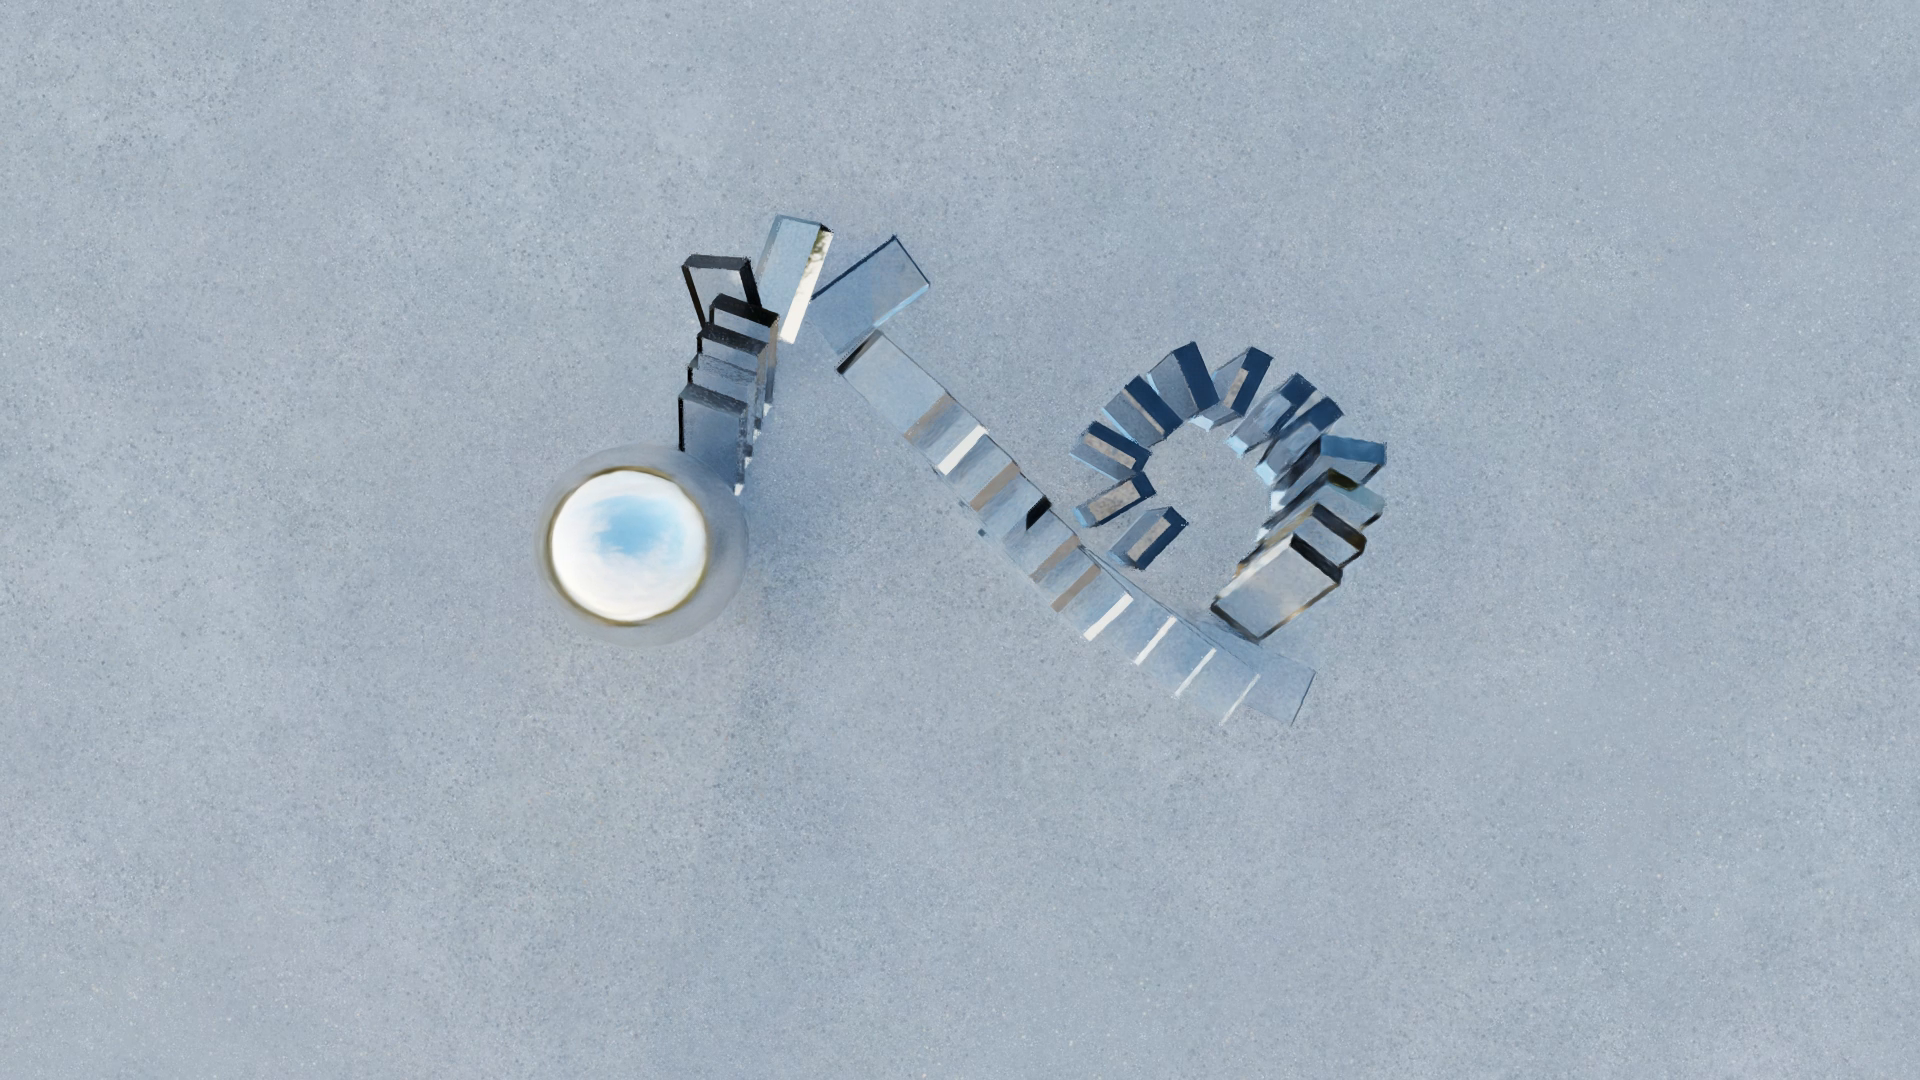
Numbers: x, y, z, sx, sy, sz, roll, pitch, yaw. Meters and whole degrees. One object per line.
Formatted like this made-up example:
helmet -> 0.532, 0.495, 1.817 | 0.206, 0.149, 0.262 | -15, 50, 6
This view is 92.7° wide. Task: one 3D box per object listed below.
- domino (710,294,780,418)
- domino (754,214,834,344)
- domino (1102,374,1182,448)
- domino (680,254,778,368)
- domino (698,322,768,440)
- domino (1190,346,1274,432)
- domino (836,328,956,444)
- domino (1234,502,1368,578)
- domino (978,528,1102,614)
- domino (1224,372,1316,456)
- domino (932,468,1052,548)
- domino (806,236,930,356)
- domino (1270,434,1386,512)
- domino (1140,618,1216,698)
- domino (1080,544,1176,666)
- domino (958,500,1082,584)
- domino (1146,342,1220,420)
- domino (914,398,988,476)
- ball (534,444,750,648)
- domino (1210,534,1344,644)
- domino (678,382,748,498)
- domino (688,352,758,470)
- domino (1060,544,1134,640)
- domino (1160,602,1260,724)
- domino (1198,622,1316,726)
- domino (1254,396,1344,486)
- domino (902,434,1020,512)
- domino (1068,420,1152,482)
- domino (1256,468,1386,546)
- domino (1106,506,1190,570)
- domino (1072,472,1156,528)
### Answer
domino -> -0.090, -0.075, 0.378 | 0.025, 0.050, 0.009 | 20, 50, 0
domino -> -0.075, -0.111, 0.390 | 0.025, 0.009, 0.050 | 20, 90, 27
domino -> 0.073, -0.051, 0.375 | 0.009, 0.050, 0.025 | -43, 90, 0
domino -> -0.094, -0.091, 0.376 | 0.025, 0.050, 0.010 | 8, 48, 14
domino -> -0.095, -0.063, 0.378 | 0.025, 0.050, 0.010 | 20, 50, 0
domino -> 0.110, -0.061, 0.375 | 0.009, 0.050, 0.025 | 27, 90, 0
domino -> -0.027, -0.065, 0.383 | 0.025, 0.009, 0.050 | -45, 59, 0
domino -> 0.139, 0.008, 0.378 | 0.025, 0.050, 0.009 | 36, 52, 0
domino -> 0.032, 0.005, 0.382 | 0.025, 0.010, 0.050 | -44, 55, 0
domino -> 0.126, -0.050, 0.375 | 0.009, 0.050, 0.025 | 41, 90, 4
domino -> 0.013, -0.022, 0.382 | 0.025, 0.010, 0.050 | -44, 55, 1
domino -> -0.041, -0.105, 0.395 | 0.050, 0.009, 0.025 | -36, 90, 0
domino -> 0.149, -0.025, 0.375 | 0.025, 0.050, 0.010 | 9, 67, -1
domino -> 0.079, 0.040, 0.384 | 0.050, 0.010, 0.025 | 40, 91, 28
domino -> 0.063, 0.027, 0.384 | 0.050, 0.009, 0.025 | 40, 90, 28
domino -> 0.024, -0.007, 0.380 | 0.025, 0.009, 0.050 | -44, 55, 0
domino -> 0.090, -0.063, 0.375 | 0.009, 0.050, 0.025 | -23, 90, 0
domino -> -0.014, -0.052, 0.383 | 0.025, 0.010, 0.050 | -45, 59, 0
ball -> -0.124, 0.002, 0.360 | 0.080, 0.080, 0.080 | 0, 90, 0
domino -> 0.130, 0.021, 0.379 | 0.025, 0.050, 0.009 | 38, 46, 0
domino -> -0.102, -0.040, 0.378 | 0.025, 0.050, 0.010 | 20, 50, 0
domino -> -0.098, -0.052, 0.378 | 0.025, 0.050, 0.009 | 20, 50, 0
domino -> 0.046, 0.016, 0.382 | 0.025, 0.010, 0.050 | -44, 57, 0
domino -> 0.097, 0.051, 0.384 | 0.050, 0.010, 0.025 | 38, 92, 28
domino -> 0.121, 0.056, 0.389 | 0.050, 0.010, 0.025 | 24, 90, 16
domino -> 0.137, -0.039, 0.375 | 0.025, 0.050, 0.009 | -37, 76, 0
domino -> 0.000, -0.037, 0.382 | 0.025, 0.010, 0.050 | -44, 58, 1
domino -> 0.060, -0.035, 0.375 | 0.025, 0.050, 0.010 | 29, 90, 0
domino -> 0.147, -0.008, 0.376 | 0.025, 0.050, 0.009 | 30, 59, 0
domino -> 0.076, -0.001, 0.375 | 0.009, 0.050, 0.025 | 44, 90, 0
domino -> 0.062, -0.016, 0.375 | 0.025, 0.050, 0.009 | -31, 90, 0
